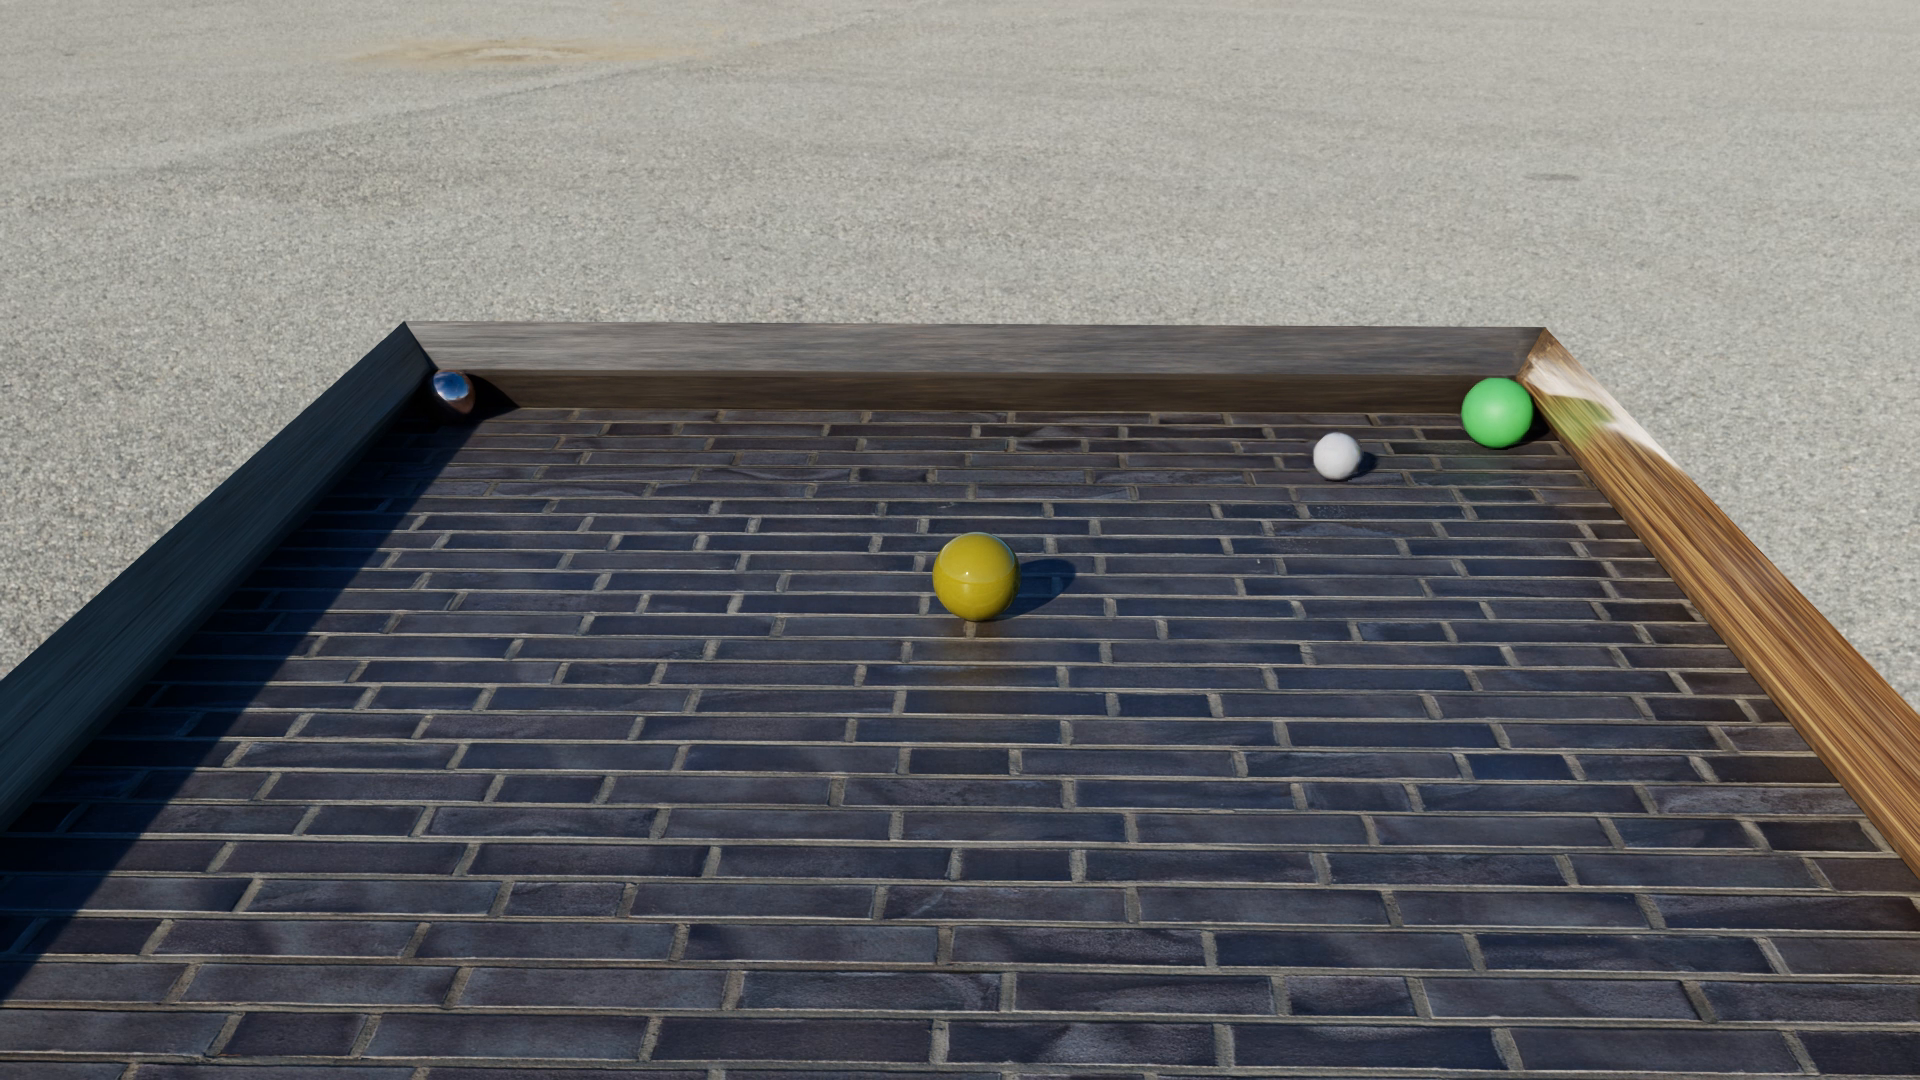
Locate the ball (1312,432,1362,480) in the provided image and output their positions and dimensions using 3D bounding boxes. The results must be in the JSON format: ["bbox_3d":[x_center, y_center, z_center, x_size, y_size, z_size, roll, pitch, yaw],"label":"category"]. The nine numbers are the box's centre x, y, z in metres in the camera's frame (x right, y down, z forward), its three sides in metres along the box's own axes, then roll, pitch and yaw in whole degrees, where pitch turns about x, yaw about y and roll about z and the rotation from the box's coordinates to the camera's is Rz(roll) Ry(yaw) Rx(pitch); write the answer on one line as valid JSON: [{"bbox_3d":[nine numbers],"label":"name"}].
[{"bbox_3d":[0.479,-0.106,2.795,0.061,0.061,0.061,0,19,0],"label":"ball"}]

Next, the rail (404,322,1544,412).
[{"bbox_3d":[0.015,-0.236,3.071,1.598,0.123,0.045,0,19,1],"label":"rail"}]

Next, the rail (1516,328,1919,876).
[{"bbox_3d":[0.759,0.209,1.790,0.045,0.123,2.724,0,19,1],"label":"rail"}]

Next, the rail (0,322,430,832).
[{"bbox_3d":[-0.791,0.197,1.824,0.045,0.123,2.724,0,19,1],"label":"rail"}]

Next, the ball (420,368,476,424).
[{"bbox_3d":[-0.707,-0.199,3.039,0.076,0.076,0.076,0,19,0],"label":"ball"}]

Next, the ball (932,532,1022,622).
[{"bbox_3d":[0.018,0.038,2.327,0.095,0.095,0.095,0,19,0],"label":"ball"}]

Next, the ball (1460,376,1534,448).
[{"bbox_3d":[0.715,-0.170,2.927,0.095,0.095,0.095,0,19,0],"label":"ball"}]
